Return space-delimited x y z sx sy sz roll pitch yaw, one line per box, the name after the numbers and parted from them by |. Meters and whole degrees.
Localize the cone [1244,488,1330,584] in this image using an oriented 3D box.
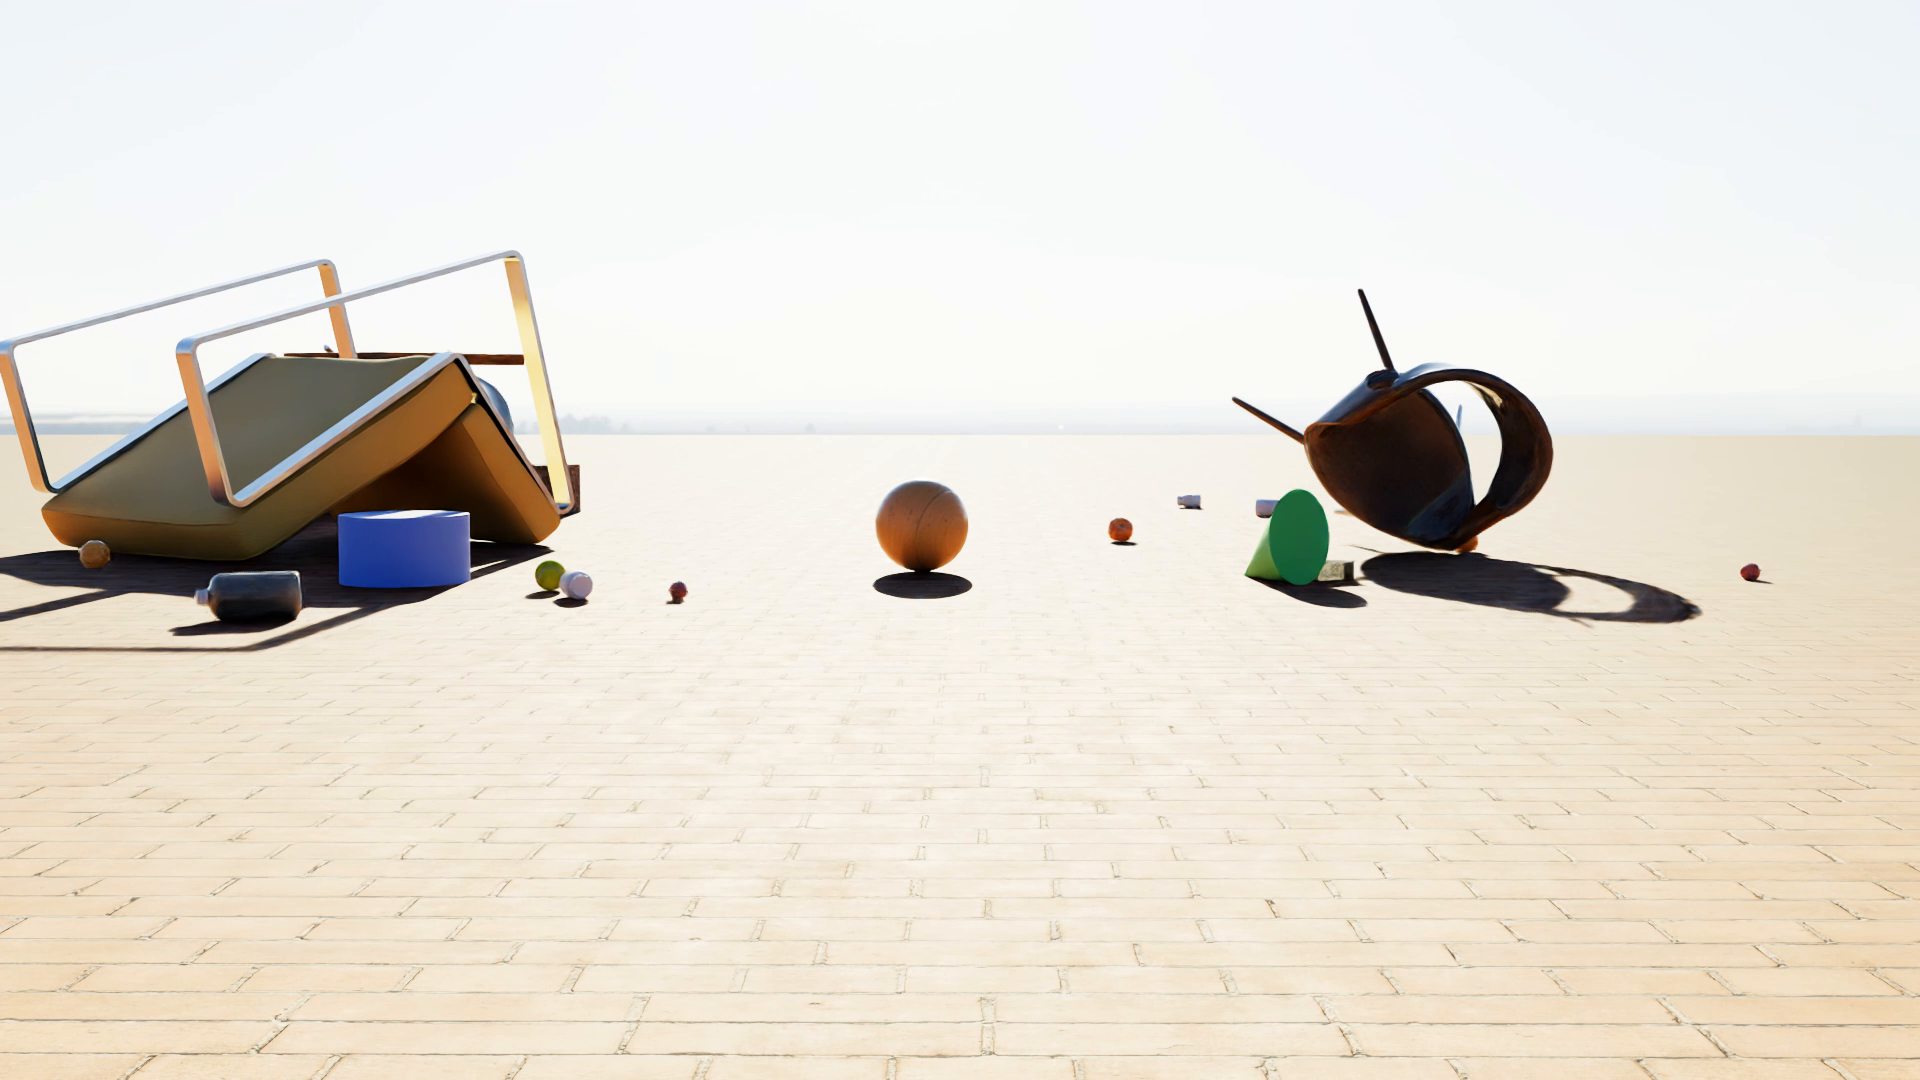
0.733 0.039 5.187 0.159 0.251 0.256 22 -29 -15 | cone

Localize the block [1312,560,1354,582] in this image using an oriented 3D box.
0.861 0.073 5.154 0.105 0.045 0.066 -2 5 -29 | block

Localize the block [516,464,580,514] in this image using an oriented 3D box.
-1.495 -0.187 7.982 0.177 0.176 0.149 2 4 29 | block

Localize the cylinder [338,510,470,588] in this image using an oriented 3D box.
-1.295 0.018 5.129 0.298 0.157 0.318 -1 4 -9 | cylinder

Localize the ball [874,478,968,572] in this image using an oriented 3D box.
-0.094 -0.037 5.399 0.232 0.232 0.232 0 4 0 | ball

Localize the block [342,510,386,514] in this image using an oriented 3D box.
-1.460 -0.004 5.610 0.189 0.136 0.109 -4 5 -42 | block
